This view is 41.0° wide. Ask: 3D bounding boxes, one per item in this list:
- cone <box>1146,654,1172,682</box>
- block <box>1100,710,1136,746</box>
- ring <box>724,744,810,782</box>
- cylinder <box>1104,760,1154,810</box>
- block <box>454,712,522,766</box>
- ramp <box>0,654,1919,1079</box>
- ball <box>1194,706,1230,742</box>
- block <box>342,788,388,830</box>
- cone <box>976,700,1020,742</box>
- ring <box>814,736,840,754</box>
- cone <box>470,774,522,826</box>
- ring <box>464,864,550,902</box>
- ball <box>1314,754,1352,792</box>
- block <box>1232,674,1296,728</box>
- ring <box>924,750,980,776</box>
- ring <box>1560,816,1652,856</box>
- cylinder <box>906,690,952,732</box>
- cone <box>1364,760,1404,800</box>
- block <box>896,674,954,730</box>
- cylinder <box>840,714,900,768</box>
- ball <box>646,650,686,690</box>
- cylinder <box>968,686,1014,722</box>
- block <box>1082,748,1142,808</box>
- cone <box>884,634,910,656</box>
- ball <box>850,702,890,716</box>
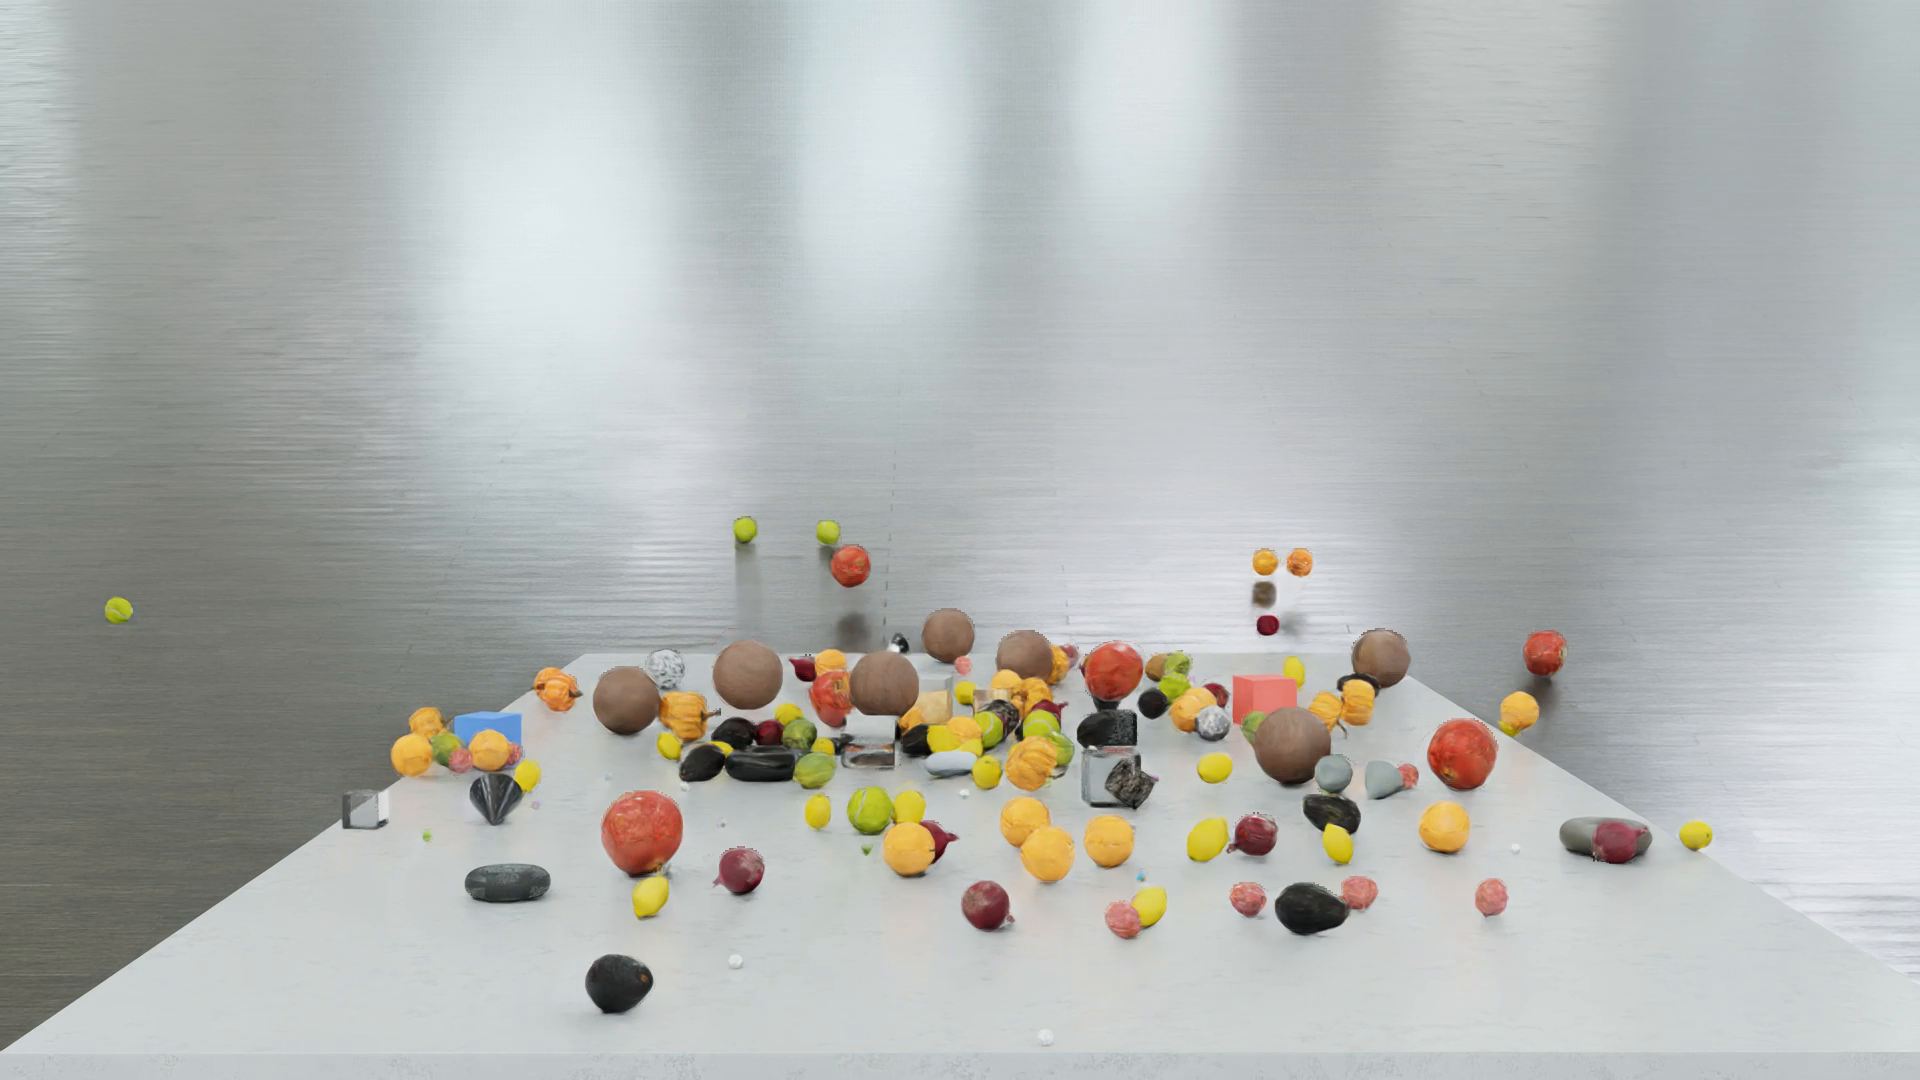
[{"bbox_3d":[0.466,0.302,5.833,0.068,0.068,0.068,-8,23,-19],"label":"cone"},{"bbox_3d":[0.296,0.351,4.804,0.060,0.060,0.060,0,3,-3],"label":"block"},{"bbox_3d":[-0.329,0.381,4.384,0.146,0.049,0.146,-1,4,0],"label":"ring"},{"bbox_3d":[0.266,0.383,4.032,0.057,0.057,0.057,34,21,-7],"label":"cylinder"},{"bbox_3d":[-0.838,0.353,4.562,0.084,0.084,0.084,1,3,26],"label":"block"},{"bbox_3d":[0.049,0.446,4.532,2.000,0.100,4.000,0,3,0],"label":"ramp"},{"bbox_3d":[0.477,0.346,4.846,0.067,0.067,0.067,0,21,0],"label":"ball"},{"bbox_3d":[-0.897,0.406,3.879,0.052,0.052,0.052,0,3,8],"label":"block"},{"bbox_3d":[0.075,0.360,4.862,0.083,0.083,0.083,-1,30,-4],"label":"cone"},{"bbox_3d":[-0.229,0.375,4.684,0.079,0.026,0.079,-1,3,0],"label":"ring"},{"bbox_3d":[-0.709,0.412,3.915,0.081,0.081,0.081,-2,30,-6],"label":"cone"},{"bbox_3d":[-0.586,0.444,3.331,0.111,0.037,0.111,-1,2,0],"label":"ring"},{"bbox_3d":[0.611,0.383,4.207,0.062,0.062,0.062,0,21,0],"label":"ball"},{"bbox_3d":[0.602,0.319,5.092,0.094,0.094,0.094,-1,3,-20],"label":"block"},{"bbox_3d":[-0.014,0.380,4.367,0.094,0.031,0.094,-3,-17,-1],"label":"ring"},{"bbox_3d":[0.918,0.422,3.657,0.129,0.043,0.129,1,2,0],"label":"ring"},{"bbox_3d":[-0.059,0.331,4.960,0.079,0.079,0.079,-3,21,8],"label":"cylinder"},{"bbox_3d":[0.670,0.402,4.146,0.067,0.067,0.067,13,36,30],"label":"cone"},{"bbox_3d":[-0.070,0.318,5.051,0.100,0.100,0.100,0,3,8],"label":"block"},{"bbox_3d":[-0.156,0.352,4.483,0.093,0.093,0.093,1,21,5],"label":"cylinder"},{"bbox_3d":[-0.656,0.288,5.726,0.088,0.088,0.088,0,21,0],"label":"ball"},{"bbox_3d":[0.062,0.331,5.052,0.070,0.070,0.070,18,24,8],"label":"cylinder"},{"bbox_3d":[0.242,0.379,4.099,0.082,0.082,0.082,0,3,-7],"label":"block"},{"bbox_3d":[-0.169,0.275,6.480,0.059,0.059,0.059,-33,36,-31],"label":"cone"},{"bbox_3d":[-0.168,0.342,4.749,0.086,0.086,0.086,0,21,0],"label":"ball"}]
